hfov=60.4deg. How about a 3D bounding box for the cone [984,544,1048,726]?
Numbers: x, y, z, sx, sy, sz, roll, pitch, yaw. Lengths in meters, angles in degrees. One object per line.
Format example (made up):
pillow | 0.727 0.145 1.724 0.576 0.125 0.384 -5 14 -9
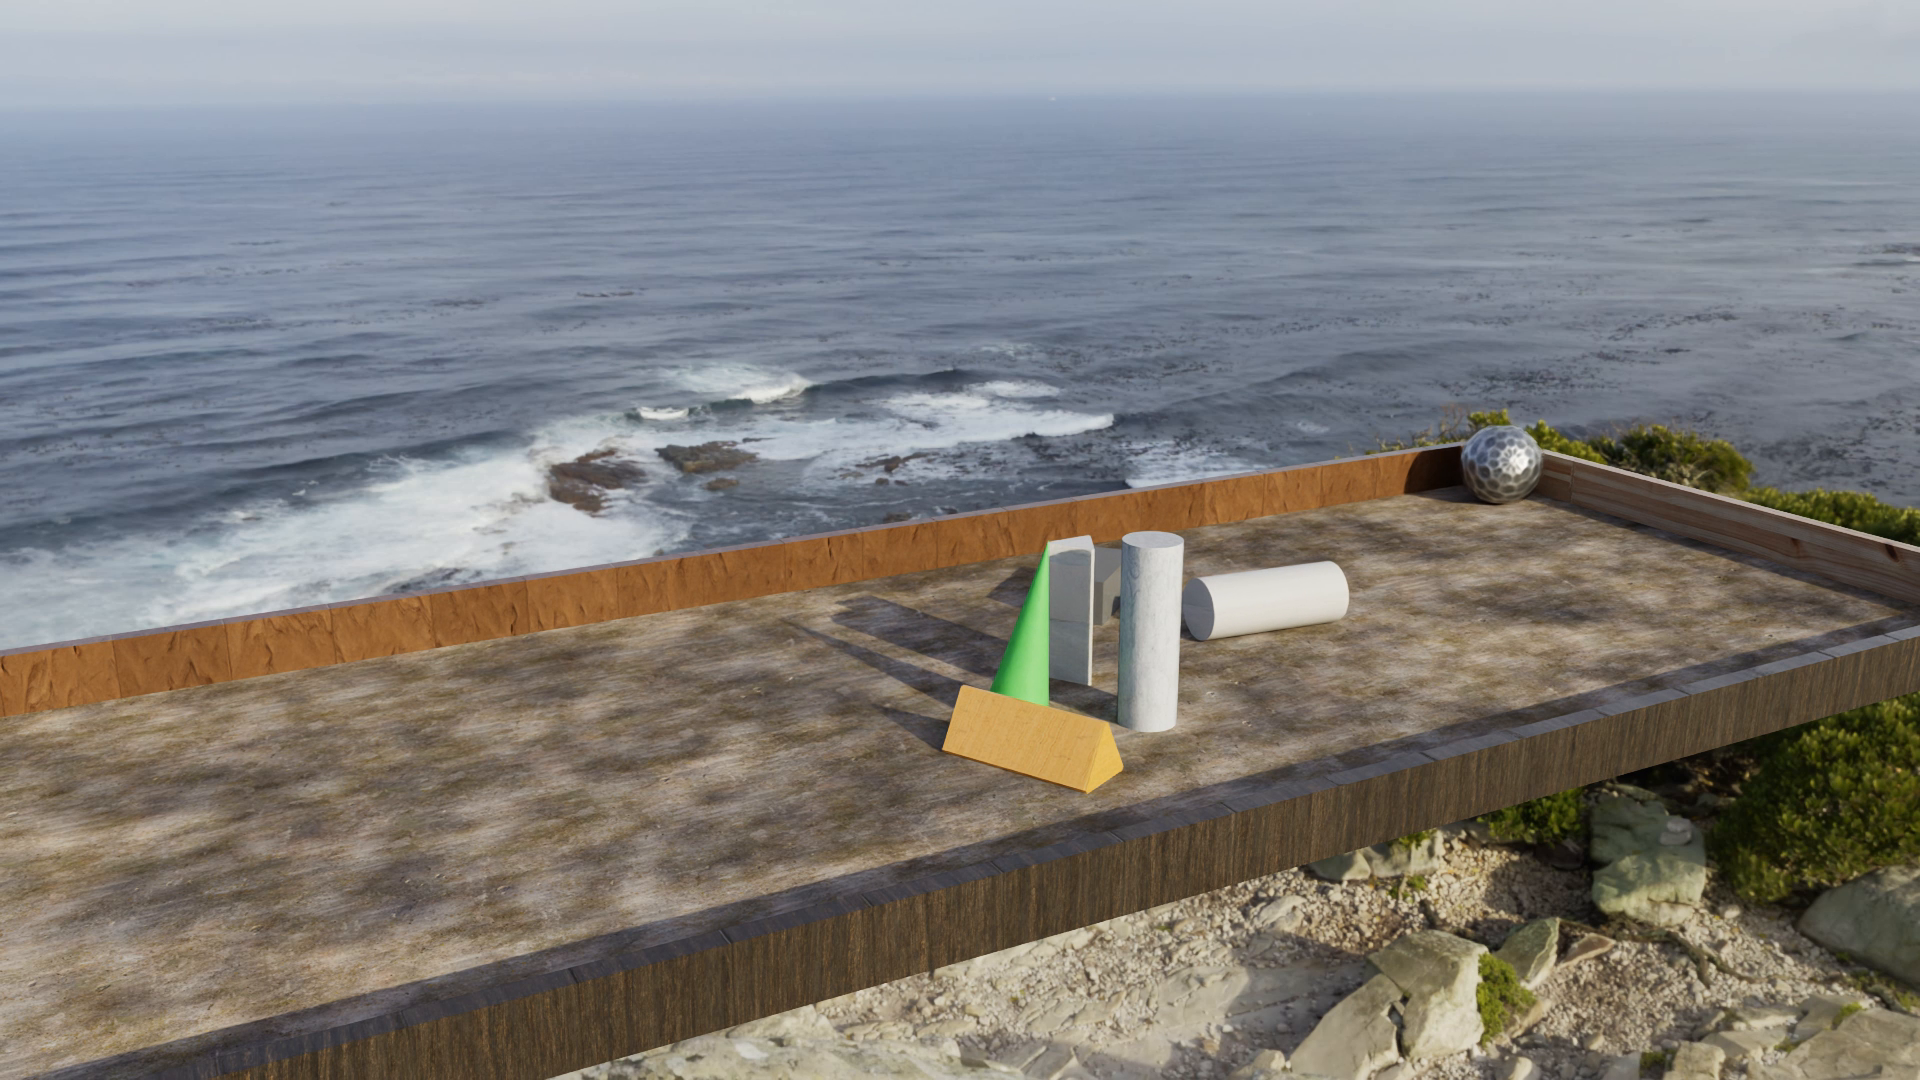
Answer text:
cone | 0.169 0.204 3.852 0.157 0.436 0.157 9 17 -3

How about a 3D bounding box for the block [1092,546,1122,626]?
block | 0.393 0.128 4.697 0.126 0.126 0.323 6 18 21

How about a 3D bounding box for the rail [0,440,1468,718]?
rail | -3.305 0.497 3.399 12.000 0.150 0.050 -9 18 -27

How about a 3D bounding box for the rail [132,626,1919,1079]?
rail | -2.336 1.006 1.665 12.000 0.150 0.050 -9 18 -27

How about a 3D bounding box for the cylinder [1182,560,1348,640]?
cylinder | 0.833 0.164 4.495 0.418 0.170 0.170 -6 18 -21

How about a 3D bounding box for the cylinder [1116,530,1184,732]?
cylinder | 0.442 0.213 3.840 0.141 0.446 0.141 0 16 0

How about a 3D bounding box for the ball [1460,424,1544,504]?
ball | 1.892 -0.266 5.767 0.278 0.278 0.278 0 16 0

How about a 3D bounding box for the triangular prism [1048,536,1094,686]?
triangular prism | 0.297 0.171 4.145 0.126 0.354 0.109 9 19 29

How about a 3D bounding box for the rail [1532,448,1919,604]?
rail | 2.466 -0.048 5.253 0.050 0.150 2.100 -9 18 -27
